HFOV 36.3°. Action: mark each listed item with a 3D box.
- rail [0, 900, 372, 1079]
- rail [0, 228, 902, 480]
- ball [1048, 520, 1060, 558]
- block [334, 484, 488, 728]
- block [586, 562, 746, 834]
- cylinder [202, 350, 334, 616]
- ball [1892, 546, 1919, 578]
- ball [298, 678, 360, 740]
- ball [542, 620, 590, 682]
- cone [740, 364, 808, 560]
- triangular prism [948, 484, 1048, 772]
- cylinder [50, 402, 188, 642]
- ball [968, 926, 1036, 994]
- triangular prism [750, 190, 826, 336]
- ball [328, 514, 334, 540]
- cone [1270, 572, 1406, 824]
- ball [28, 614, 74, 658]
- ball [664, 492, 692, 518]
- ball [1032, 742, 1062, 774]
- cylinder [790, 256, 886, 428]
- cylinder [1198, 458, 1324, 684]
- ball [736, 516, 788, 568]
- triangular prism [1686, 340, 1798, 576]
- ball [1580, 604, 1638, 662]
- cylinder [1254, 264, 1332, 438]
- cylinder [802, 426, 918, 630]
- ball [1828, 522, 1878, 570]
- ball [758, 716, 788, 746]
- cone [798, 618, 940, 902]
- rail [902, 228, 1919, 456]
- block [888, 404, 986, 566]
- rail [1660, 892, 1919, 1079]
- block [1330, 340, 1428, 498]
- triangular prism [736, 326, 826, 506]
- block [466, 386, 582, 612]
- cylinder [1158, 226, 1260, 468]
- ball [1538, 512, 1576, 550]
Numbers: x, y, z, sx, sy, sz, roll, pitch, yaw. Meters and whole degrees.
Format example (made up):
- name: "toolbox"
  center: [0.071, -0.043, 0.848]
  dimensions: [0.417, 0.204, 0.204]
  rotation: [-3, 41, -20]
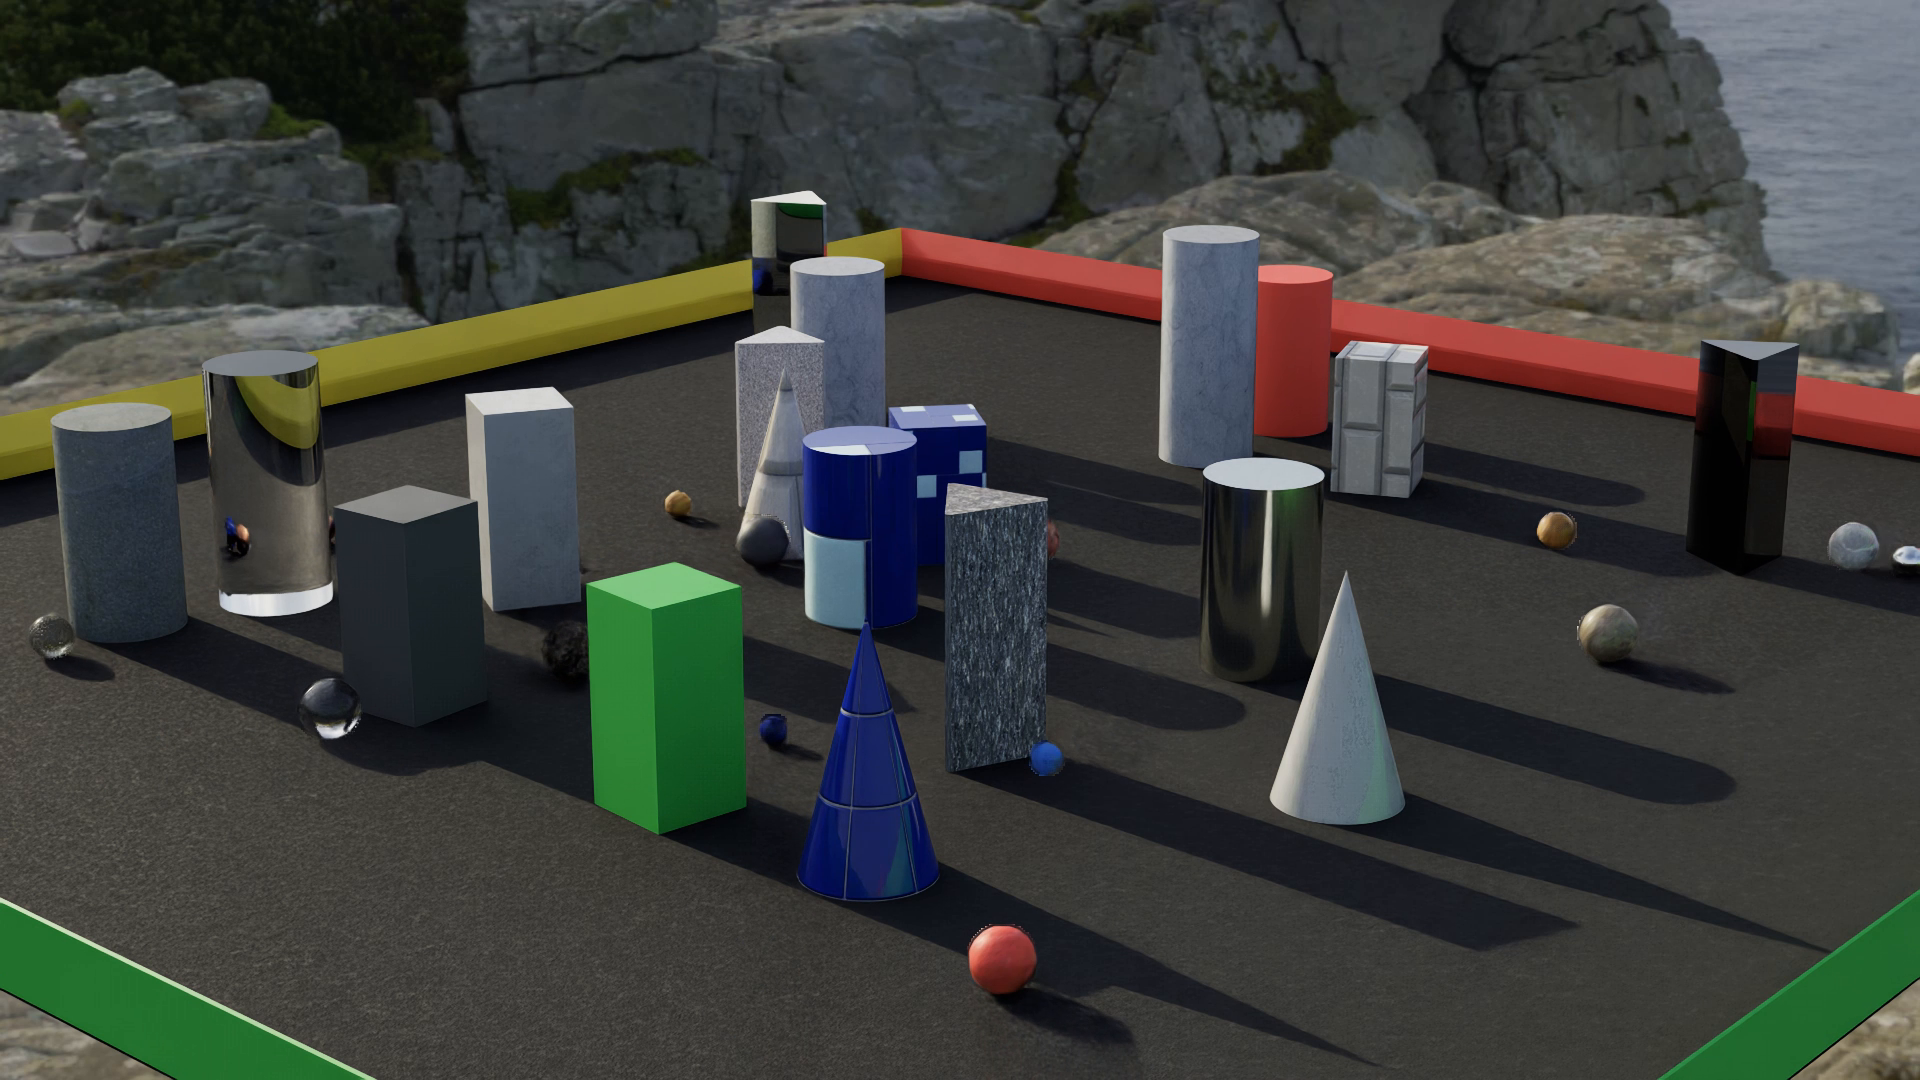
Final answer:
- name: "rail"
  center: [-1.283, 0.458, 3.706]
  dimensions: [3.852, 0.126, 0.045]
  rotation: [14, 22, 39]
- name: "rail"
  center: [-1.436, -0.329, 6.314]
  dimensions: [0.045, 0.126, 3.961]
  rotation: [14, 22, 39]
- name: "ball"
  center: [0.137, -0.002, 5.302]
  dimensions: [0.086, 0.086, 0.086]
  rotation: [0, 17, 0]
- name: "block"
  center: [-0.851, 0.100, 4.549]
  dimensions: [0.155, 0.326, 0.155]
  rotation: [12, 21, 35]
- name: "block"
  center: [-0.414, 0.221, 4.141]
  dimensions: [0.155, 0.330, 0.155]
  rotation: [-14, 22, -40]
- name: "cylinder"
  center: [-1.190, -0.099, 5.045]
  dimensions: [0.193, 0.421, 0.193]
  rotation: [0, 17, 0]
- name: "ball"
  center: [1.686, 0.040, 5.213]
  dimensions: [0.058, 0.058, 0.058]
  rotation: [0, 17, 0]
- name: "ball"
  center: [-0.955, 0.255, 4.437]
  dimensions: [0.093, 0.093, 0.093]
  rotation: [0, 17, 0]
- name: "ball"
  center: [-0.620, 0.177, 4.691]
  dimensions: [0.097, 0.097, 0.097]
  rotation: [0, 17, 0]
- name: "cone"
  center: [-0.317, -0.156, 5.366]
  dimensions: [0.193, 0.344, 0.193]
  rotation: [0, 17, 0]
- name: "triangular prism"
  center: [0.021, 0.122, 4.358]
  dimensions: [0.167, 0.394, 0.145]
  rotation: [-9, 19, -27]
- name: "cylinder"
  center: [-1.408, -0.031, 4.917]
  dimensions: [0.193, 0.364, 0.193]
  rotation: [0, 17, 0]
- name: "ball"
  center: [0.052, 0.515, 3.594]
  dimensions: [0.084, 0.084, 0.084]
  rotation: [0, 17, 0]
- name: "triangular prism"
  center: [-0.348, -0.520, 6.376]
  dimensions: [0.167, 0.458, 0.145]
  rotation: [5, 17, 15]
- name: "ball"
  center: [-1.182, -0.023, 5.422]
  dimensions: [0.057, 0.057, 0.057]
  rotation: [0, 17, 0]
- name: "cone"
  center: [0.542, 0.207, 4.162]
  dimensions: [0.193, 0.345, 0.193]
  rotation: [0, 17, 0]
- name: "ball"
  center: [-1.487, 0.158, 4.798]
  dimensions: [0.071, 0.071, 0.071]
  rotation: [0, 17, 0]
- name: "ball"
  center: [-0.537, -0.068, 5.582]
  dimensions: [0.051, 0.051, 0.051]
  rotation: [0, 17, 0]
- name: "ball"
  center: [0.128, 0.321, 4.301]
  dimensions: [0.047, 0.047, 0.047]
  rotation: [0, 17, 0]
- name: "cylinder"
  center: [-0.250, -0.375, 6.028]
  dimensions: [0.193, 0.382, 0.193]
  rotation: [0, 17, 0]
- name: "cylinder"
  center: [0.485, 0.048, 4.727]
  dimensions: [0.193, 0.323, 0.193]
  rotation: [0, 17, 0]
- name: "ball"
  center: [-0.355, 0.004, 5.272]
  dimensions: [0.093, 0.093, 0.093]
  rotation: [0, 17, 0]
- name: "triangular prism"
  center: [1.389, -0.157, 5.283]
  dimensions: [0.145, 0.395, 0.167]
  rotation: [14, 22, 38]
- name: "ball"
  center: [1.057, 0.152, 4.777]
  dimensions: [0.094, 0.094, 0.094]
  rotation: [0, 17, 0]
- name: "cylinder"
  center: [0.686, -0.401, 6.205]
  dimensions: [0.193, 0.329, 0.193]
  rotation: [0, 17, 0]
- name: "cylinder"
  center: [-0.169, -0.022, 4.991]
  dimensions: [0.193, 0.305, 0.193]
  rotation: [0, 17, 0]
- name: "ball"
  center: [1.603, 0.012, 5.258]
  dimensions: [0.086, 0.086, 0.086]
  rotation: [0, 17, 0]
- name: "ball"
  center: [-0.281, 0.287, 4.418]
  dimensions: [0.044, 0.044, 0.044]
  rotation: [0, 17, 0]
- name: "cone"
  center: [-0.123, 0.273, 3.905]
  dimensions: [0.193, 0.367, 0.193]
  rotation: [0, 17, 0]
- name: "rail"
  center: [1.283, -0.395, 6.535]
  dimensions: [3.852, 0.126, 0.045]
  rotation: [14, 22, 39]
- name: "block"
  center: [-0.041, -0.101, 5.336]
  dimensions: [0.155, 0.256, 0.155]
  rotation: [-3, 17, -9]
- name: "rail"
  center: [1.436, 0.392, 3.926]
  dimensions: [0.045, 0.126, 3.961]
  rotation: [14, 22, 39]
- name: "block"
  center: [0.826, -0.239, 5.771]
  dimensions: [0.155, 0.269, 0.155]
  rotation: [5, 18, 18]
- name: "triangular prism"
  center: [-0.345, -0.241, 5.685]
  dimensions: [0.167, 0.323, 0.145]
  rotation: [-1, 17, -3]
- name: "block"
  center: [-0.757, -0.072, 5.082]
  dimensions: [0.155, 0.349, 0.155]
  rotation: [-6, 18, -20]
- name: "cylinder"
  center: [0.504, -0.393, 5.952]
  dimensions: [0.193, 0.461, 0.193]
  rotation: [0, 17, 0]
- name: "ball"
  center: [1.095, -0.017, 5.385]
  dimensions: [0.068, 0.068, 0.068]
  rotation: [0, 17, 0]
